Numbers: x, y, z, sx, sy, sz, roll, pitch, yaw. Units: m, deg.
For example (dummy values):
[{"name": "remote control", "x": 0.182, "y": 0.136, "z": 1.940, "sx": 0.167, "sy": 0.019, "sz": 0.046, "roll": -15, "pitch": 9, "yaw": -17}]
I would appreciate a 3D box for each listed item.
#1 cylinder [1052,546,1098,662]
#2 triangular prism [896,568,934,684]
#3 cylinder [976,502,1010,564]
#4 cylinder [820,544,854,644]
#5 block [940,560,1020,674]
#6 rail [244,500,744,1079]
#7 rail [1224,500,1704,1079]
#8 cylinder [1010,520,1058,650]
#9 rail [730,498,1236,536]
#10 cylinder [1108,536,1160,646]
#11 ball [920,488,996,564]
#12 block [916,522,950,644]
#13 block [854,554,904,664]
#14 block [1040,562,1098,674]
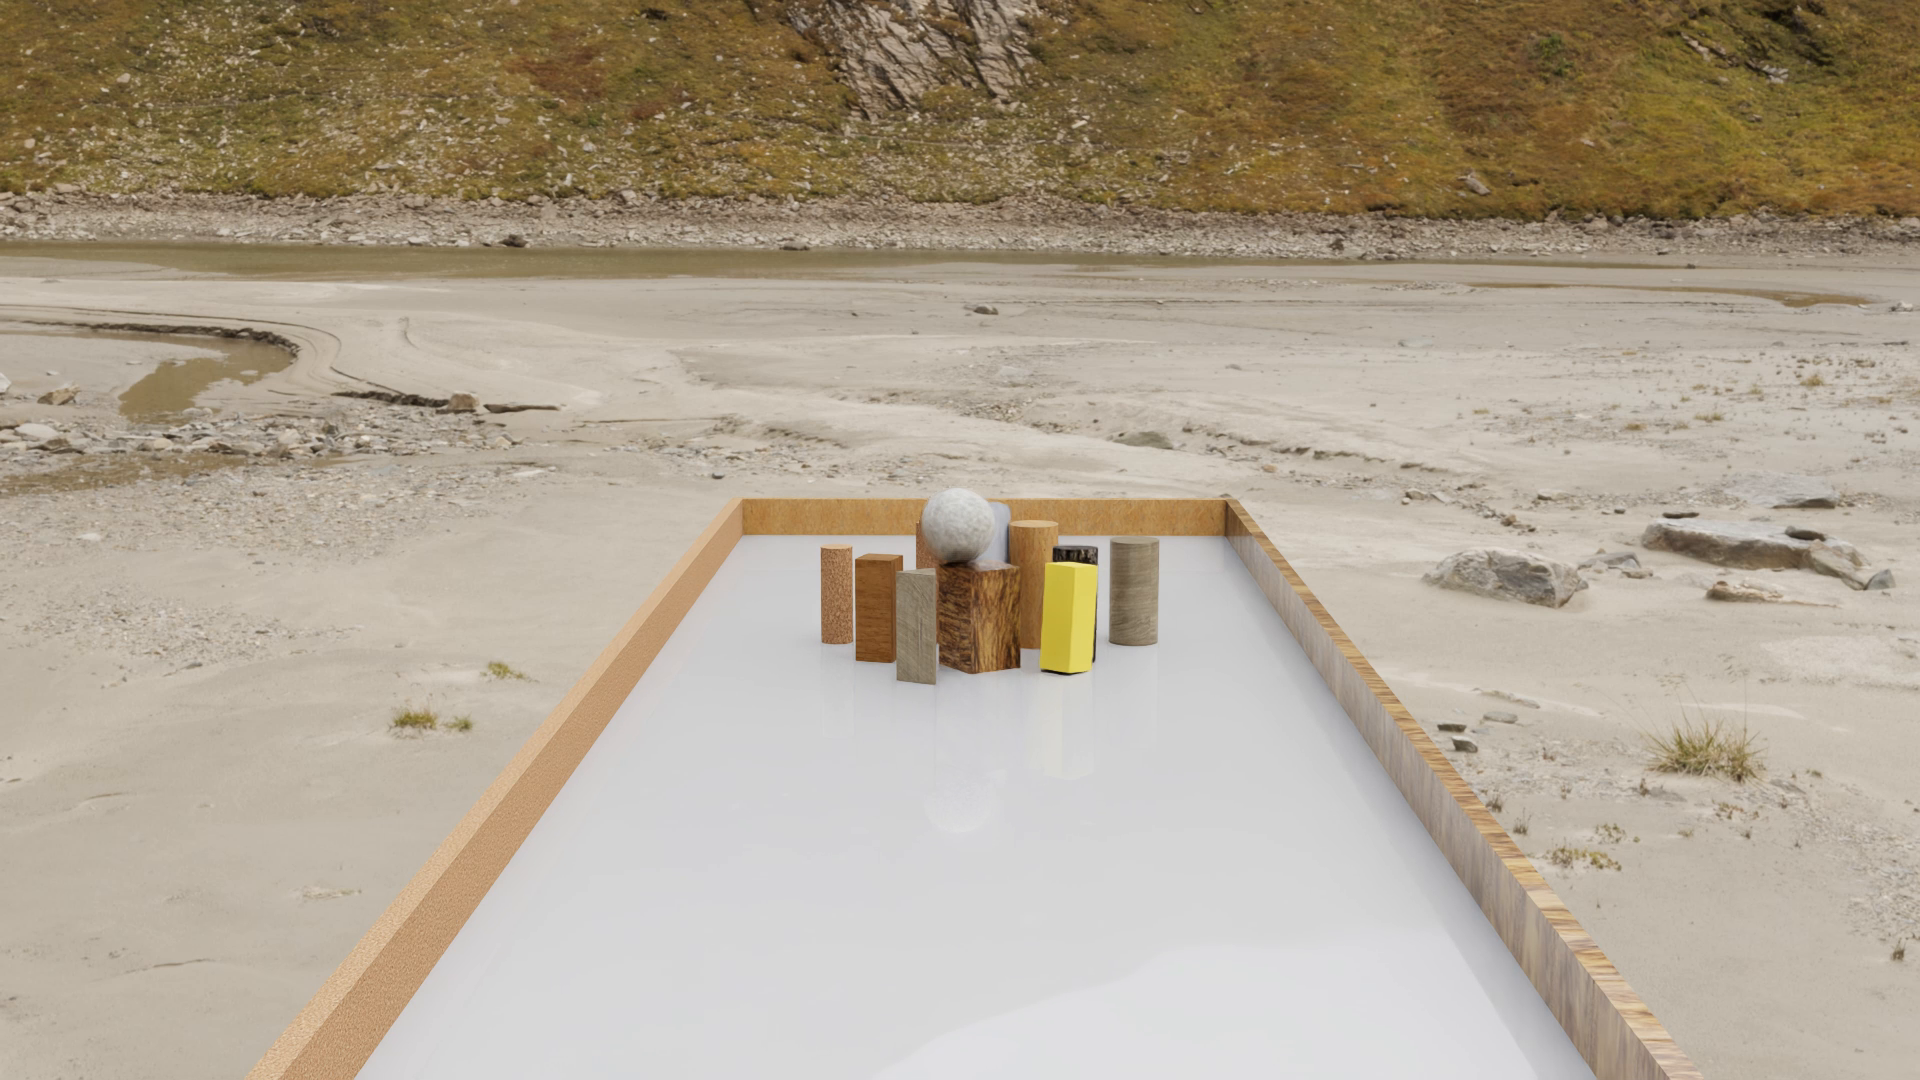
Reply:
[{"name": "cylinder", "x": 0.347, "y": 0.193, "z": 6.679, "sx": 0.138, "sy": 0.341, "sz": 0.138, "roll": 1, "pitch": 6, "yaw": 0}, {"name": "triangular prism", "x": -0.102, "y": 0.248, "z": 6.417, "sx": 0.130, "sy": 0.322, "sz": 0.112, "roll": 5, "pitch": 10, "yaw": 29}, {"name": "cylinder", "x": 0.083, "y": 0.107, "z": 6.897, "sx": 0.143, "sy": 0.435, "sz": 0.143, "roll": 2, "pitch": -20, "yaw": 1}, {"name": "cylinder", "x": -0.390, "y": 0.171, "z": 6.958, "sx": 0.101, "sy": 0.305, "sz": 0.101, "roll": 0, "pitch": 9, "yaw": 0}, {"name": "block", "x": 0.059, "y": 0.227, "z": 6.599, "sx": 0.176, "sy": 0.305, "sz": 0.176, "roll": -6, "pitch": 11, "yaw": -32}, {"name": "rail", "x": -1.004, "y": 0.839, "z": 3.234, "sx": 0.050, "sy": 0.150, "sz": 12.000, "roll": 0, "pitch": 9, "yaw": 1}, {"name": "rail", "x": 1.046, "y": 0.843, "z": 3.208, "sx": 0.050, "sy": 0.150, "sz": 12.000, "roll": 0, "pitch": 9, "yaw": 1}, {"name": "cylinder", "x": 0.232, "y": 0.139, "z": 6.906, "sx": 0.153, "sy": 0.384, "sz": 0.153, "roll": 0, "pitch": 9, "yaw": 0}, {"name": "rail", "x": 0.099, "y": -0.098, "z": 9.147, "sx": 2.100, "sy": 0.150, "sz": 0.050, "roll": 0, "pitch": 9, "yaw": 1}, {"name": "cylinder", "x": 0.550, "y": 0.160, "z": 6.955, "sx": 0.157, "sy": 0.326, "sz": 0.157, "roll": 0, "pitch": 9, "yaw": 0}, {"name": "ball", "x": -0.006, "y": -0.043, "z": 6.609, "sx": 0.225, "sy": 0.225, "sz": 0.225, "roll": 0, "pitch": 9, "yaw": 0}, {"name": "block", "x": -0.066, "y": 0.131, "z": 6.962, "sx": 0.107, "sy": 0.383, "sz": 0.107, "roll": 5, "pitch": 10, "yaw": 28}, {"name": "block", "x": -0.246, "y": 0.207, "z": 6.702, "sx": 0.115, "sy": 0.314, "sz": 0.115, "roll": 3, "pitch": 9, "yaw": 17}, {"name": "block", "x": 0.323, "y": 0.229, "z": 6.535, "sx": 0.110, "sy": 0.314, "sz": 0.110, "roll": 8, "pitch": 7, "yaw": 40}]
